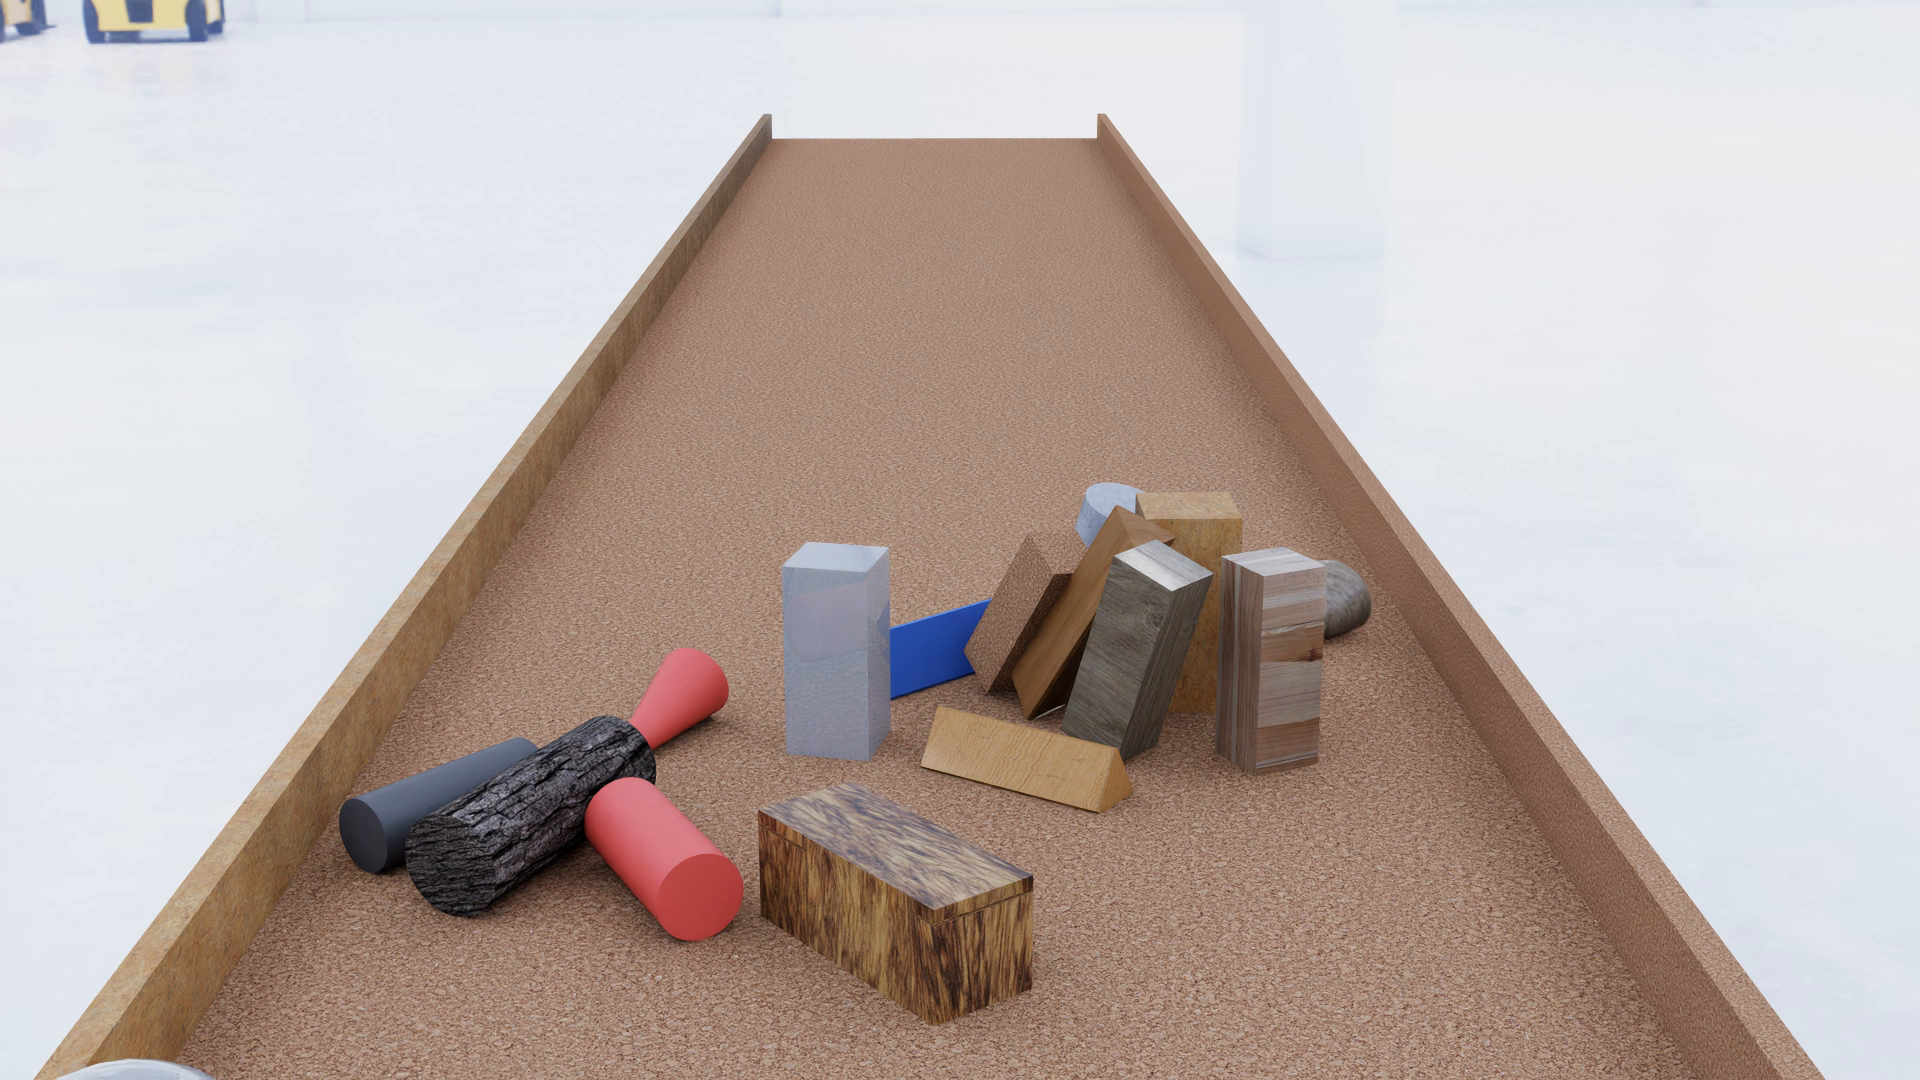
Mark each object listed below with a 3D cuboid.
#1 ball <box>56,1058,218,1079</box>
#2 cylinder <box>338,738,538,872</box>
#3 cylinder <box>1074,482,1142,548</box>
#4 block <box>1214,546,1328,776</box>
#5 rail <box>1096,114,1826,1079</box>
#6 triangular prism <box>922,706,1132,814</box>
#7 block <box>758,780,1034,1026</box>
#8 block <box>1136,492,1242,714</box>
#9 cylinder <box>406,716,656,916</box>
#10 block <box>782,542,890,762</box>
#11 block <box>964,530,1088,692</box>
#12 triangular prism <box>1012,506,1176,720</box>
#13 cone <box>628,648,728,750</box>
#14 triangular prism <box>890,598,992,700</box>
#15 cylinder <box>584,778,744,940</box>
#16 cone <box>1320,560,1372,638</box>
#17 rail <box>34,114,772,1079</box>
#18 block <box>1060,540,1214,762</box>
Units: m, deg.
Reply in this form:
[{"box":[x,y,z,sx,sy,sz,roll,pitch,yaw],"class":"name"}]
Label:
[{"box":[-0.869,0.705,2.292,0.321,0.321,0.321,0,17,0],"class":"ball"},{"box":[-0.833,0.427,3.576,0.123,0.123,0.333,13,21,37],"class":"cylinder"},{"box":[0.284,0.069,4.357,0.164,0.328,0.164,12,29,-7],"class":"cylinder"},{"box":[0.545,0.212,3.869,0.131,0.367,0.131,-8,18,-26],"class":"block"},{"box":[0.932,-0.844,7.801,0.050,0.150,12.000,0,17,-1],"class":"rail"},{"box":[0.113,0.368,3.806,0.362,0.098,0.114,11,20,32],"class":"triangular prism"},{"box":[-0.099,0.516,3.184,0.175,0.175,0.429,-13,21,-36],"class":"block"},{"box":[0.426,0.117,4.163,0.178,0.380,0.178,0,17,-1],"class":"block"},{"box":[-0.672,0.430,3.490,0.166,0.166,0.447,7,18,23],"class":"cylinder"},{"box":[-0.219,0.198,3.943,0.153,0.352,0.153,4,17,13],"class":"block"},{"box":[0.134,0.136,4.162,0.109,0.328,0.109,-3,47,-34],"class":"block"},{"box":[0.222,0.130,4.032,0.105,0.441,0.121,45,37,21],"class":"triangular prism"},{"box":[-0.565,0.345,3.945,0.142,0.142,0.373,7,29,22],"class":"cone"},{"box":[-0.043,0.201,4.342,0.386,0.114,0.131,-15,22,-41],"class":"triangular prism"},{"box":[-0.457,0.483,3.362,0.137,0.137,0.325,-9,19,-27],"class":"cylinder"},{"box":[0.678,0.182,4.479,0.157,0.157,0.332,15,36,42],"class":"cone"},{"box":[-1.118,-0.838,7.780,0.050,0.150,12.000,0,17,-1],"class":"rail"},{"box":[0.309,0.199,3.877,0.128,0.366,0.128,32,32,30],"class":"block"}]
